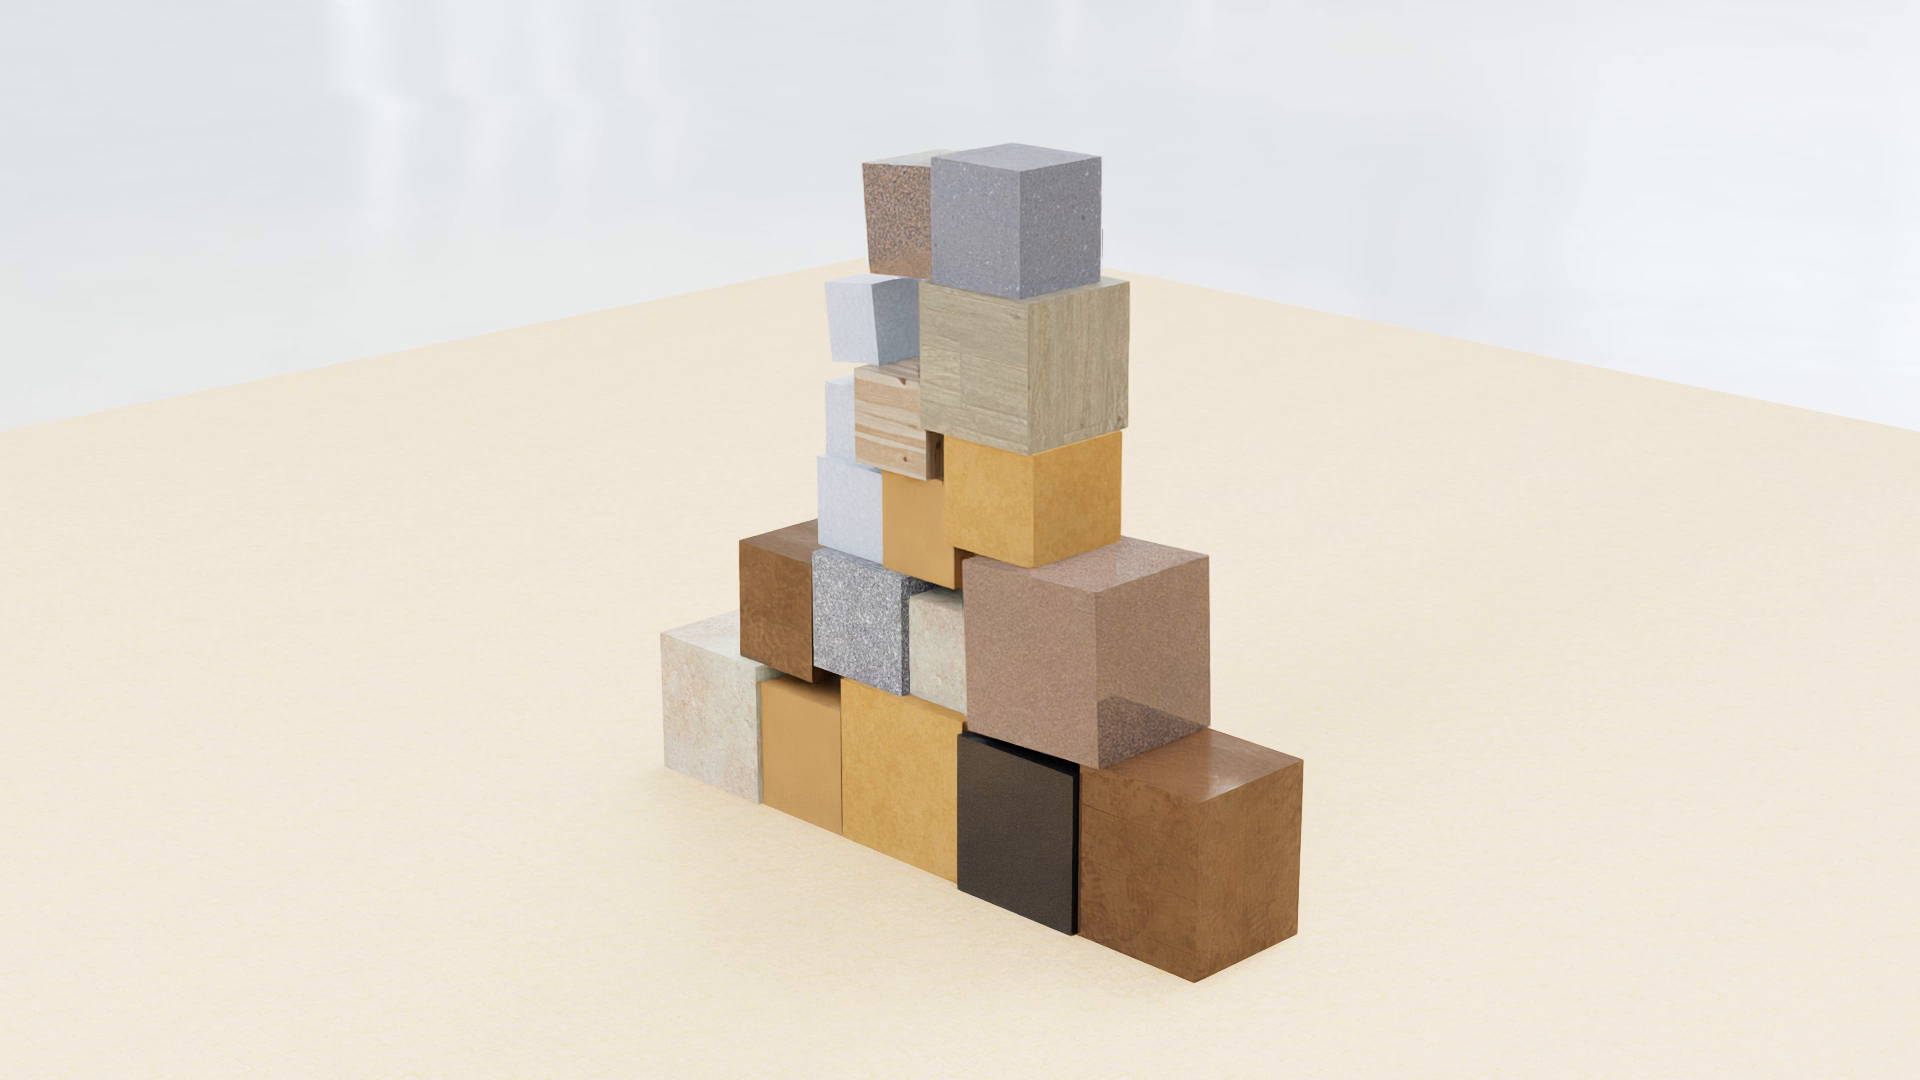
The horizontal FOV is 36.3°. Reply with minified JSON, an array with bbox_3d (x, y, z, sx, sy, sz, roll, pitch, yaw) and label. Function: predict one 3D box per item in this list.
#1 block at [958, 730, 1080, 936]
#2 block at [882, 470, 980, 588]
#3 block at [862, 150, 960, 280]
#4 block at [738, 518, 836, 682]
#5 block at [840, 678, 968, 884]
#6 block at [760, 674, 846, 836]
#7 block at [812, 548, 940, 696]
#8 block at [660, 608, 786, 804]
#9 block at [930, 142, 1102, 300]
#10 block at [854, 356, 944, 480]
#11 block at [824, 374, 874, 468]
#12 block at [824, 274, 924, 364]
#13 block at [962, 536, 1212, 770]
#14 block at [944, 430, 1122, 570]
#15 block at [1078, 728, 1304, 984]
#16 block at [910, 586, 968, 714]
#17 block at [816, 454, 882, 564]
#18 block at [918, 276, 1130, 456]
[{"bbox_3d":[0.489,1.226,13.191,0.715,0.752,0.706,-17,24,-42],"label":"block"},{"bbox_3d":[-0.025,-0.110,13.343,0.469,0.488,0.460,-17,23,-42],"label":"block"},{"bbox_3d":[-0.106,-1.445,12.987,0.461,0.494,0.421,-17,19,-42],"label":"block"},{"bbox_3d":[-0.673,0.276,14.120,0.518,0.586,0.578,18,25,42],"label":"block"},{"bbox_3d":[-0.032,1.038,13.714,0.680,0.795,0.796,-17,24,-42],"label":"block"},{"bbox_3d":[-0.536,0.977,14.186,0.625,0.629,0.560,-17,24,-42],"label":"block"},{"bbox_3d":[-0.264,0.322,13.729,0.597,0.563,0.605,17,24,42],"label":"block"},{"bbox_3d":[-0.968,0.793,14.634,0.750,0.711,0.713,-17,24,-42],"label":"block"},{"bbox_3d":[0.242,-1.382,12.639,0.507,0.545,0.531,-17,23,-42],"label":"block"},{"bbox_3d":[-0.128,-0.574,13.278,0.528,0.439,0.458,-17,24,-42],"label":"block"},{"bbox_3d":[-0.392,-0.564,13.592,0.332,0.354,0.325,17,24,42],"label":"block"},{"bbox_3d":[-0.368,-1.019,13.401,0.349,0.367,0.314,-17,17,-42],"label":"block"},{"bbox_3d":[0.560,0.455,12.892,0.738,0.784,0.785,-17,21,-42],"label":"block"},{"bbox_3d":[0.322,-0.231,12.929,0.565,0.511,0.542,-17,23,-42],"label":"block"},{"bbox_3d":[0.997,1.337,12.721,0.691,0.821,0.674,-17,24,-42],"label":"block"},{"bbox_3d":[0.121,0.478,13.382,0.482,0.472,0.514,17,24,42],"label":"block"},{"bbox_3d":[-0.363,-0.177,13.664,0.469,0.428,0.385,17,24,42],"label":"block"},{"bbox_3d":[0.282,-0.807,12.815,0.643,0.657,0.652,-17,23,-42],"label":"block"}]
